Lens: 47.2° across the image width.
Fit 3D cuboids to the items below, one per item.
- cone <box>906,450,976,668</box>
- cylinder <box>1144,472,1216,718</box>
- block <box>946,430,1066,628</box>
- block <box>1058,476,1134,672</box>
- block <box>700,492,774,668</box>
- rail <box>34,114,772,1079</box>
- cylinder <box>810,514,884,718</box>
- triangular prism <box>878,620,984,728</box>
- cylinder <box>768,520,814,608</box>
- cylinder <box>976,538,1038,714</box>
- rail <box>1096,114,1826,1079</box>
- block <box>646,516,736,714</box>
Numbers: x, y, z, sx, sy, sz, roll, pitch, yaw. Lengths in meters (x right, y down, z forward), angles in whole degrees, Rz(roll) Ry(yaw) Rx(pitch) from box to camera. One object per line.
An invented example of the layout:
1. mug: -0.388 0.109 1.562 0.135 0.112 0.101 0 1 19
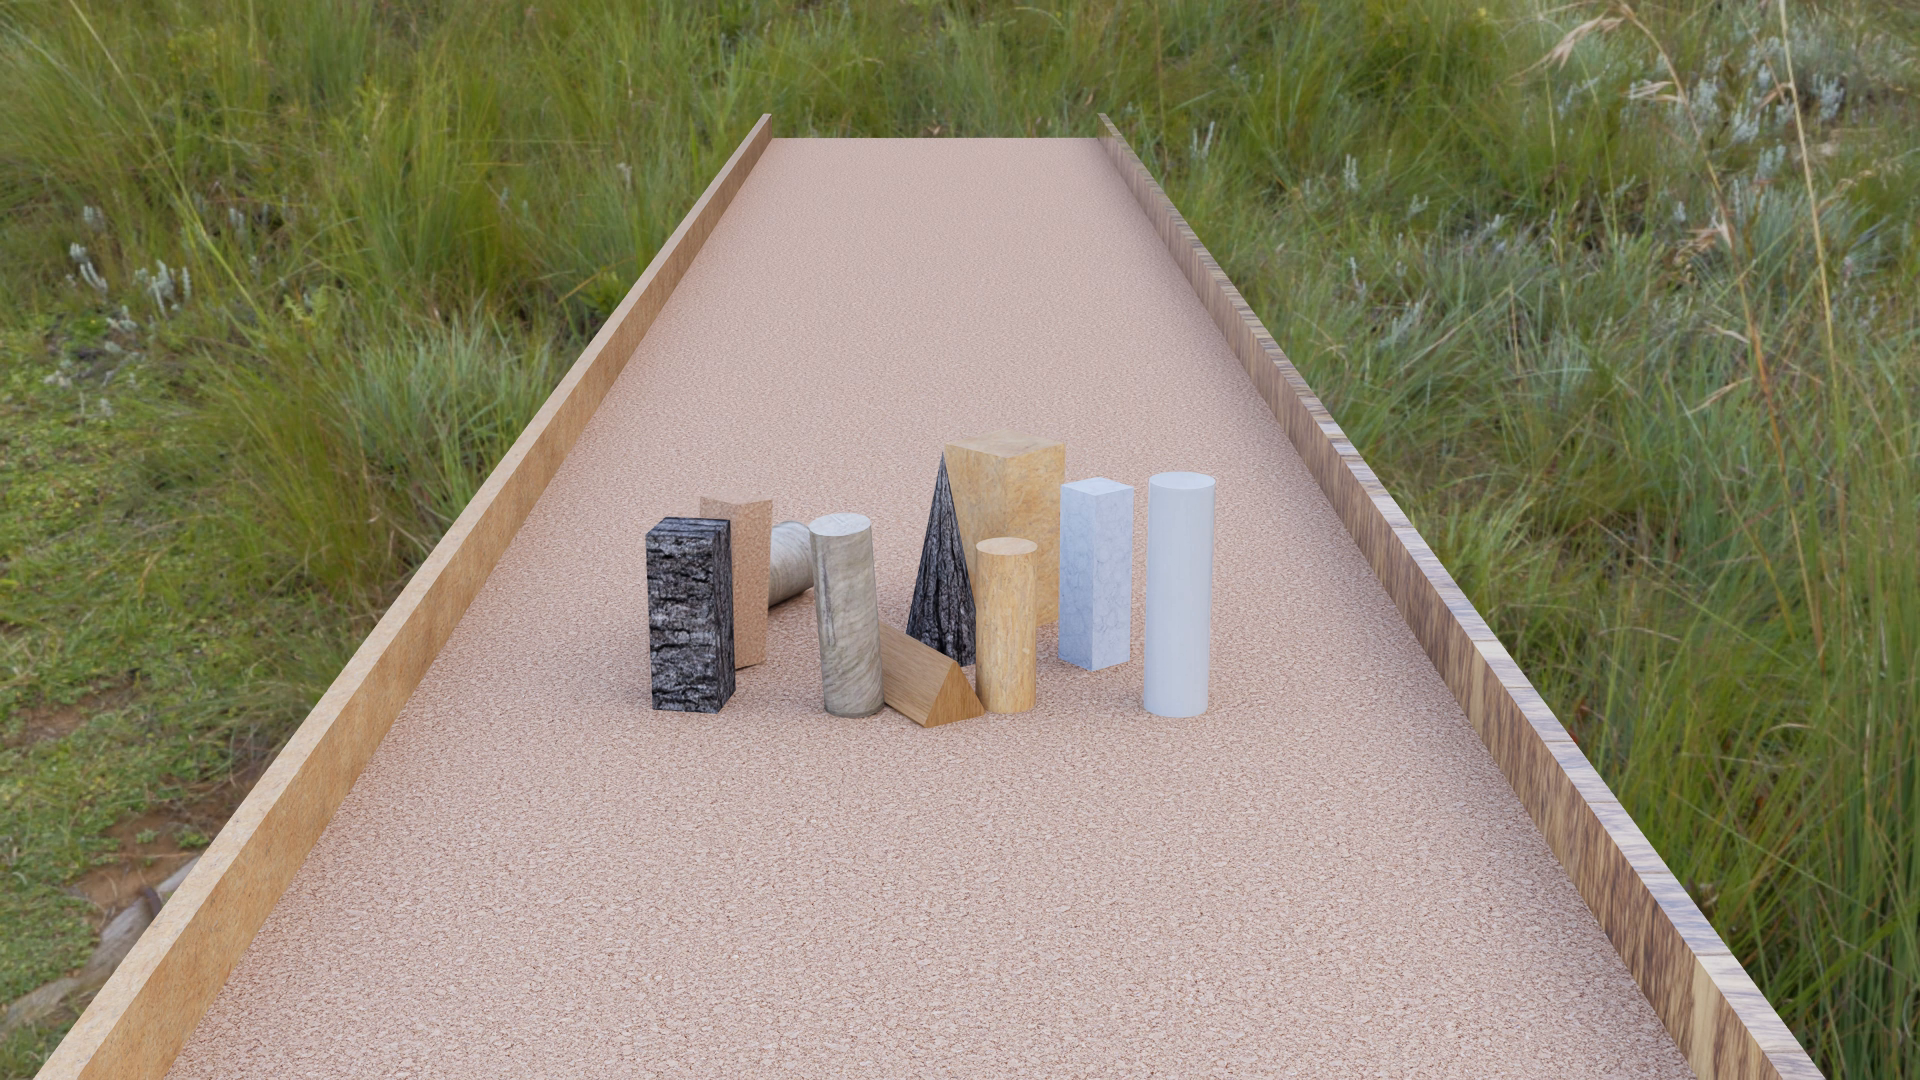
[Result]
1. cone: -0.034 0.027 4.388 0.169 0.427 0.169 0 17 0
2. cylinder: 0.408 0.102 4.105 0.122 0.443 0.122 0 17 0
3. block: 0.094 -0.017 4.611 0.176 0.383 0.176 15 22 42
4. block: 0.269 0.067 4.369 0.101 0.361 0.101 -13 21 -37
5. block: -0.450 0.079 4.363 0.101 0.332 0.101 12 14 36
6. rail: -1.118 -0.838 7.780 0.050 0.150 12.000 0 17 -1
7. cylinder: -0.209 0.141 4.089 0.114 0.367 0.114 -3 22 1
8. triangular prism: -0.104 0.236 4.218 0.134 0.116 0.360 -10 19 -30
9. cylinder: -0.466 0.084 4.665 0.158 0.158 0.407 10 19 30
10. cylinder: 0.087 0.160 4.143 0.115 0.310 0.115 0 17 0
11. rail: 0.932 -0.844 7.801 0.050 0.150 12.000 0 17 -1
12. block: -0.507 0.141 4.150 0.127 0.344 0.127 3 17 10
